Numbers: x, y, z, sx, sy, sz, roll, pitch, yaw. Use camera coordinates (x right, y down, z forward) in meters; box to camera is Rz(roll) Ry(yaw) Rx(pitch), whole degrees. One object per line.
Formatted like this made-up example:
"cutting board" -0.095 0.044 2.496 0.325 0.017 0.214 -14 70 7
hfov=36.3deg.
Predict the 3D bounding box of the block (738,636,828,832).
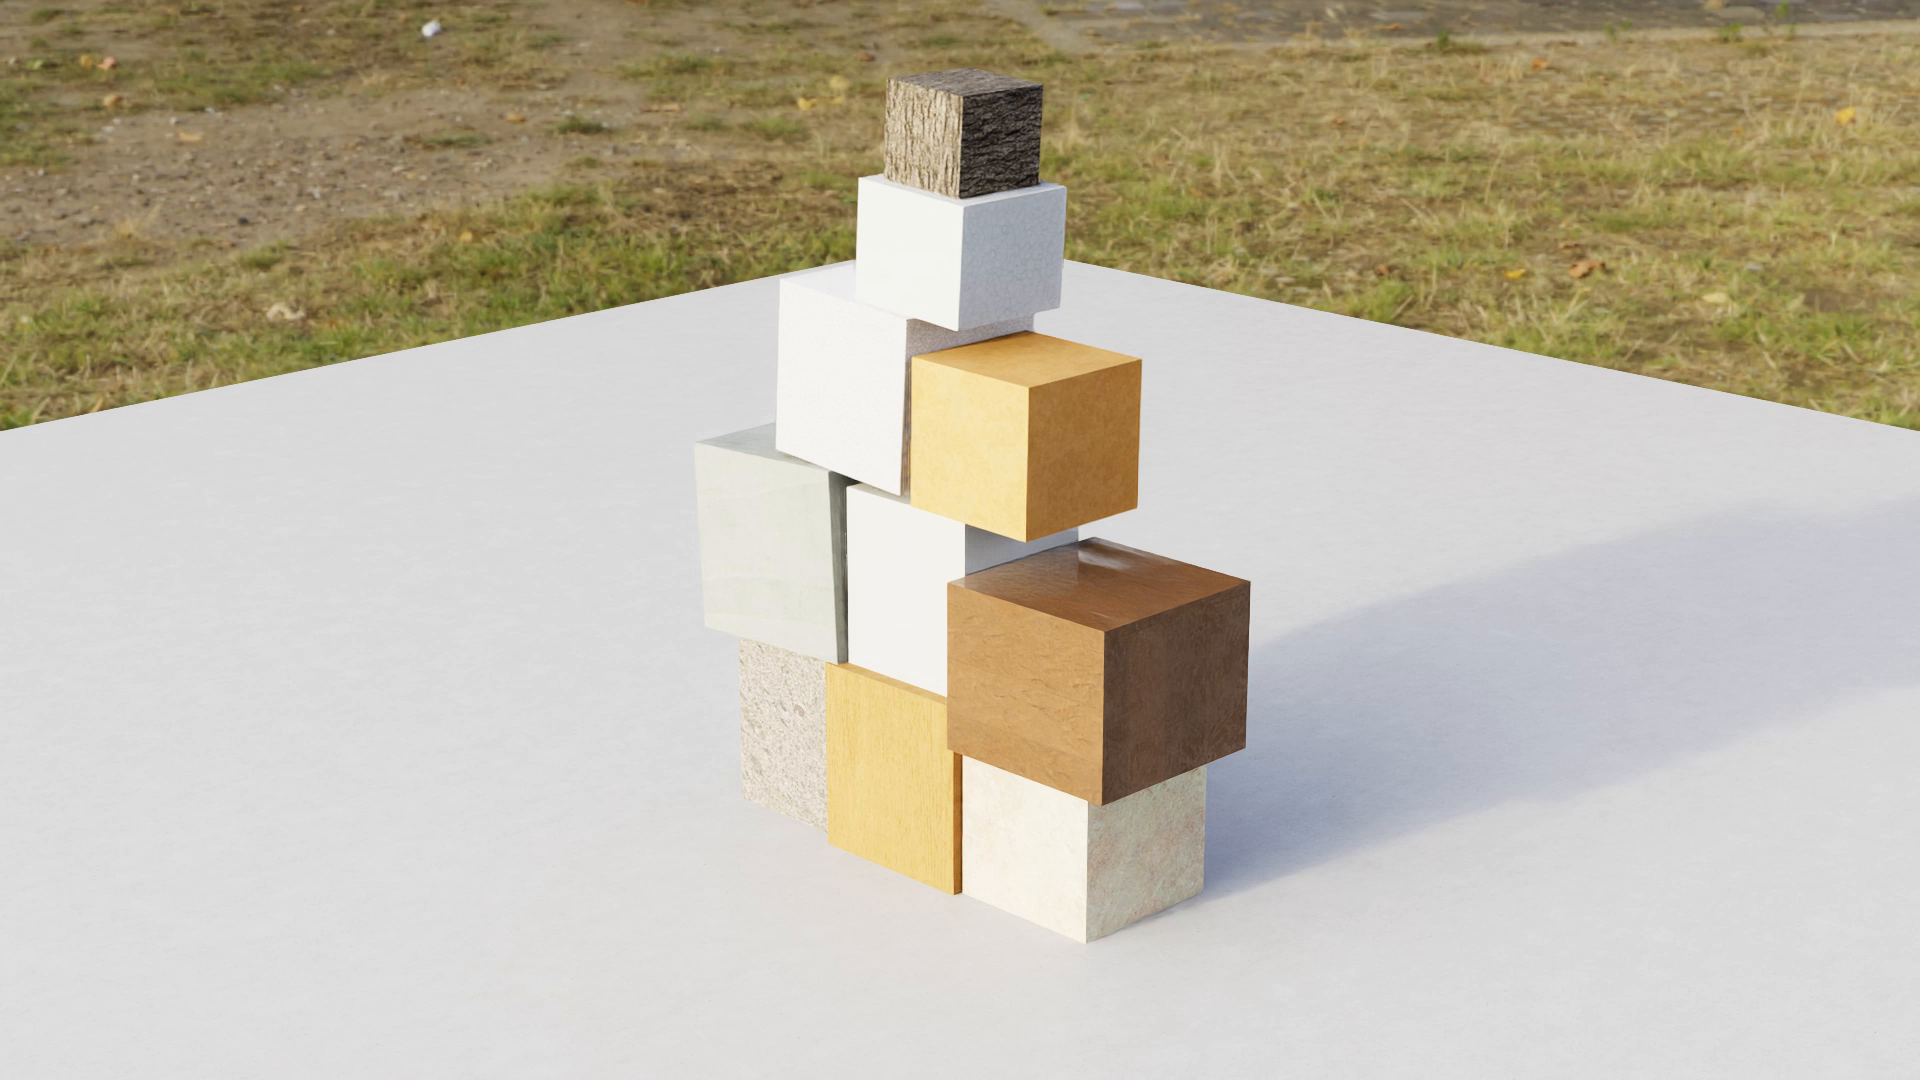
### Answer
"block" -0.571 0.845 14.205 0.699 0.870 0.700 -17 24 -42

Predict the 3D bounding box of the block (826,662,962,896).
"block" -0.029 0.996 13.665 0.840 0.905 0.836 -17 24 -42

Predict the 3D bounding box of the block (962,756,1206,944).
"block" 0.557 1.249 13.165 0.786 0.722 0.755 -17 24 -42

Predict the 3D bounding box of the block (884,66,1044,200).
"block" 0.013 -1.774 12.744 0.494 0.443 0.465 -17 27 -42

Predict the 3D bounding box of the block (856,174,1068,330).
"block" 0.002 -1.306 12.904 0.644 0.545 0.644 -17 27 -42

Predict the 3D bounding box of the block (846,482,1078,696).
"block" 0.014 0.164 13.396 0.735 0.844 0.754 -17 24 -42

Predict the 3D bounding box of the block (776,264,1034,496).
"block" -0.254 -0.775 13.393 0.811 0.809 0.823 -17 28 -42

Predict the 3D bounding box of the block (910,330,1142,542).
"block" 0.288 -0.469 12.871 0.716 0.682 0.703 -17 25 -42

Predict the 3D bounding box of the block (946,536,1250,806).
"block" 0.605 0.553 12.878 0.947 0.779 0.926 -17 24 -42

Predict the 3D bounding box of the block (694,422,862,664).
"block" -0.609 -0.037 13.986 0.859 0.914 0.941 -17 21 -42
